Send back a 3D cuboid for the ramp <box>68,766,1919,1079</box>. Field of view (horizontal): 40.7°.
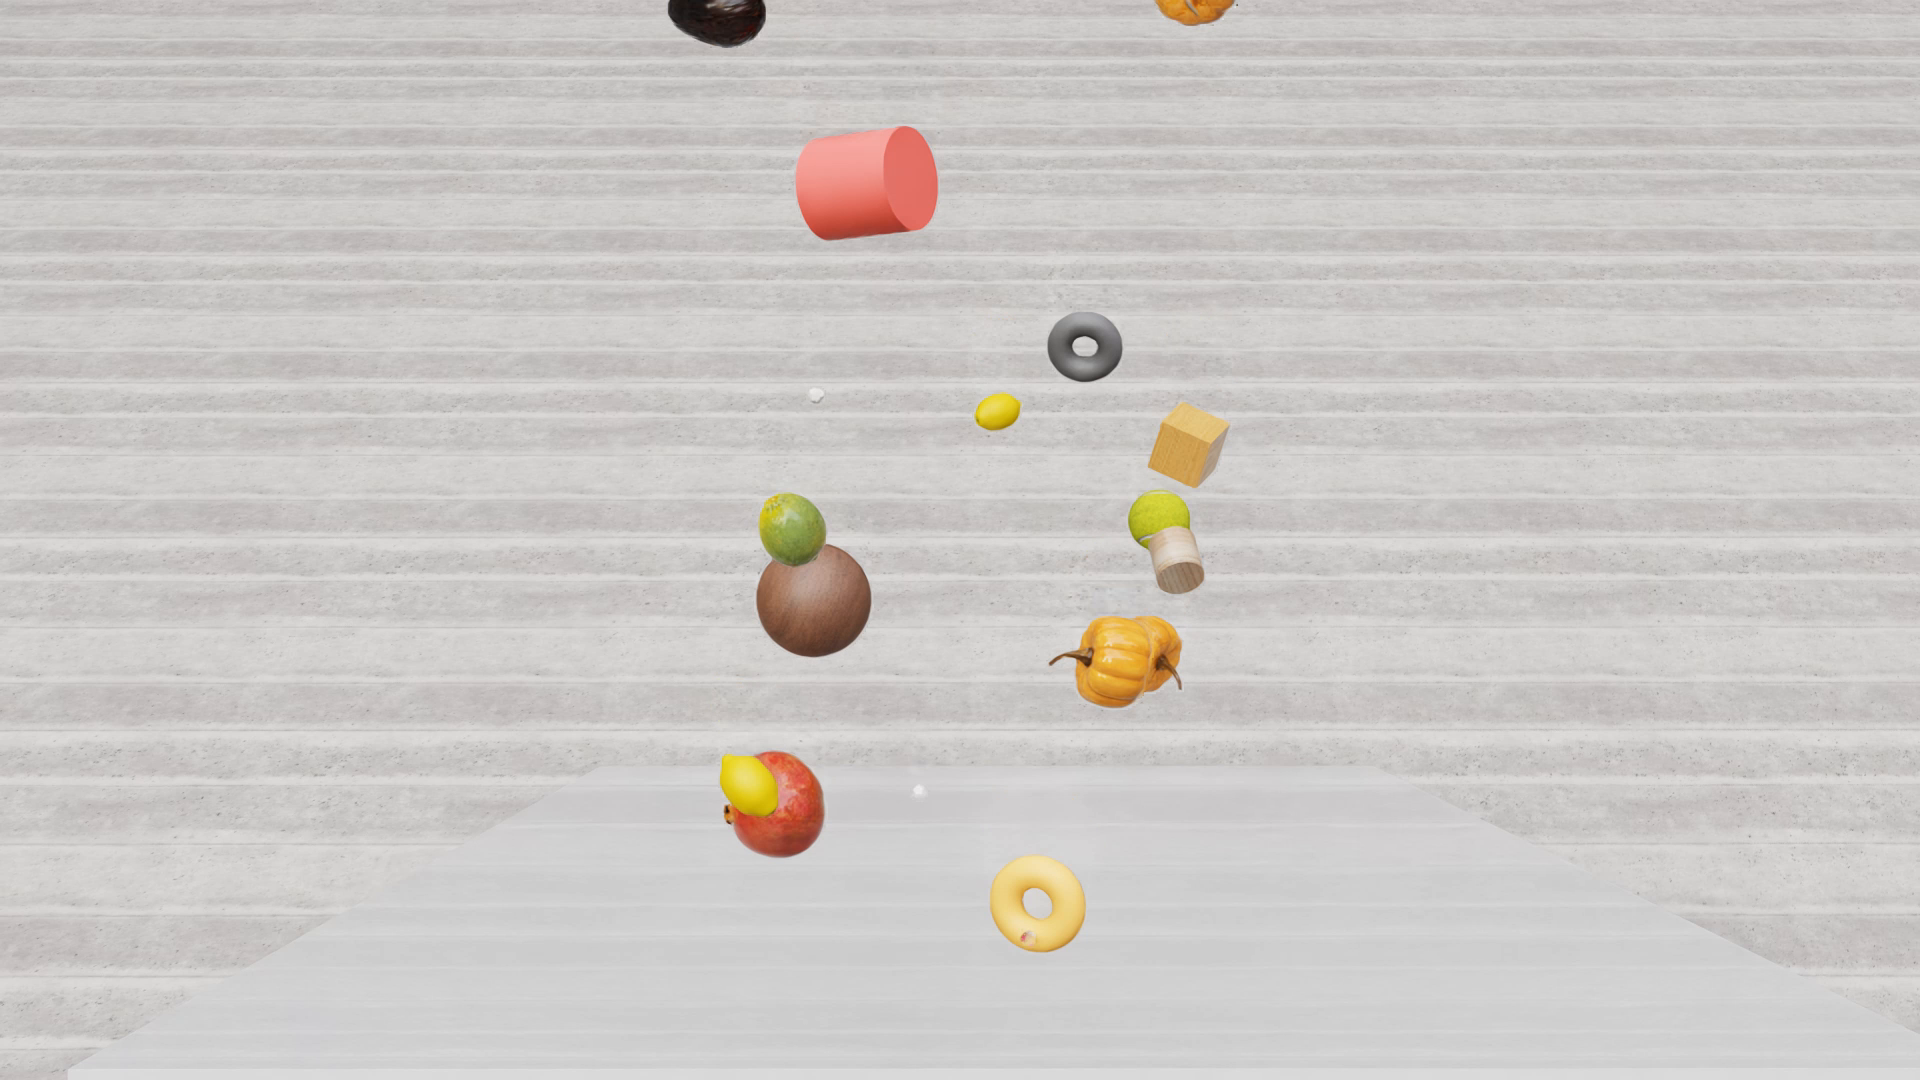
[{"bbox_3d":[0.070,0.618,4.697,2.000,0.100,4.000,0,0,0],"label":"ramp"}]

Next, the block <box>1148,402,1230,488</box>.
[{"bbox_3d":[0.216,-0.090,2.448,0.051,0.051,0.051,25,34,15],"label":"block"}]

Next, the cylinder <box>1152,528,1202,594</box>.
[{"bbox_3d":[0.235,0.022,2.809,0.052,0.052,0.052,0,57,-1],"label":"cylinder"}]

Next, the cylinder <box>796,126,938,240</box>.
[{"bbox_3d":[-0.083,-0.318,2.310,0.092,0.092,0.092,-3,27,31],"label":"cylinder"}]

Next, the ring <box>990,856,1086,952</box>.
[{"bbox_3d":[0.082,0.382,2.724,0.105,0.105,0.035,12,14,18],"label":"ring"}]
